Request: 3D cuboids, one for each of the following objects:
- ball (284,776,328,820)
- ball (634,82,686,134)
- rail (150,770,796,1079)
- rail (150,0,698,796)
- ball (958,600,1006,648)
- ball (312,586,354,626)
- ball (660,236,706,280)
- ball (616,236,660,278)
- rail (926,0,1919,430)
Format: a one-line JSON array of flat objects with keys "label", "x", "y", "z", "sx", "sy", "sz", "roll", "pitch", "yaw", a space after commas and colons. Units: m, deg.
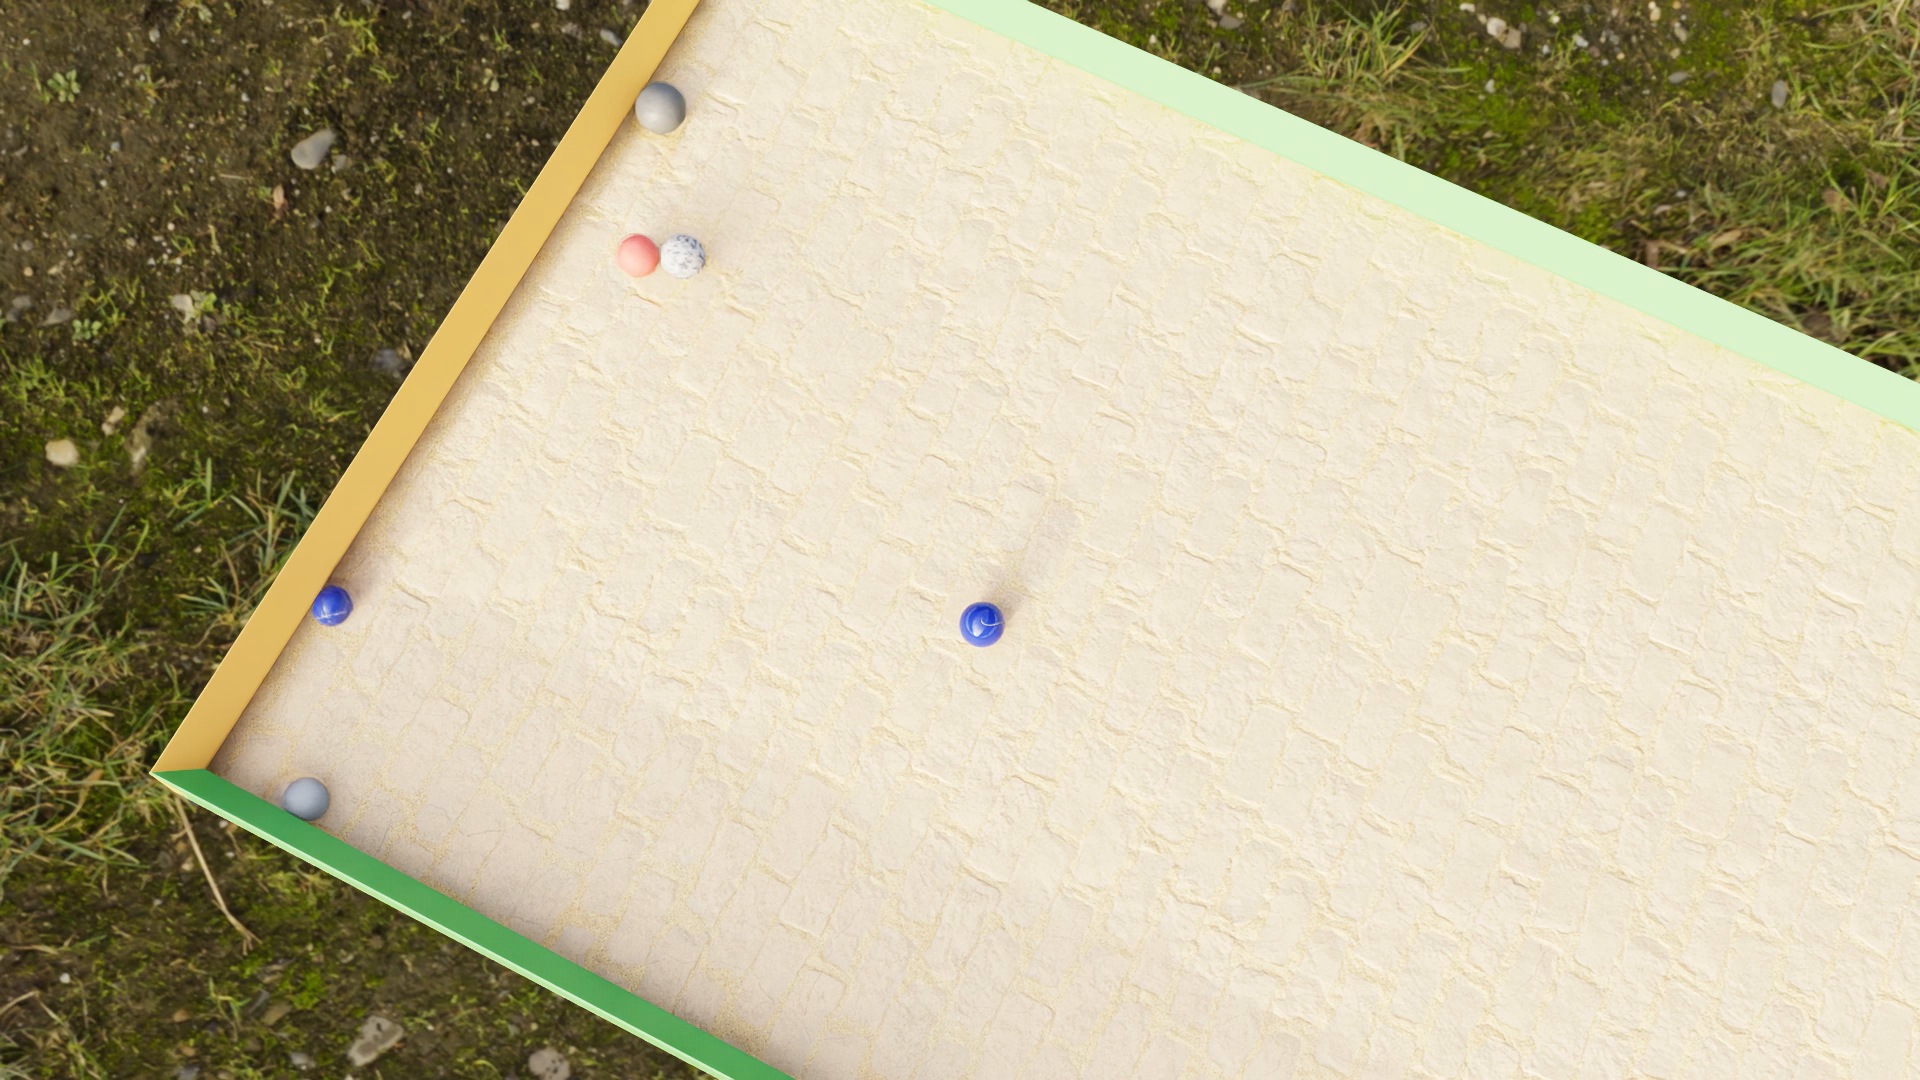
[{"label": "ball", "x": -0.983, "y": 0.389, "z": 3.307, "sx": 0.066, "sy": 0.066, "sz": 0.066, "roll": 0, "pitch": 70, "yaw": 0}, {"label": "ball", "x": -0.505, "y": -0.728, "z": 3.712, "sx": 0.086, "sy": 0.086, "sz": 0.086, "roll": 0, "pitch": 70, "yaw": 0}, {"label": "rail", "x": 0.400, "y": 1.095, "z": 3.020, "sx": 3.552, "sy": 0.112, "sz": 0.045, "roll": 25, "pitch": 72, "yaw": 9}, {"label": "rail", "x": -0.771, "y": -0.373, "z": 3.565, "sx": 0.045, "sy": 0.112, "sz": 1.784, "roll": 25, "pitch": 72, "yaw": 9}, {"label": "ball", "x": 0.034, "y": 0.131, "z": 3.400, "sx": 0.073, "sy": 0.073, "sz": 0.073, "roll": 0, "pitch": 70, "yaw": 0}, {"label": "ball", "x": -0.974, "y": 0.102, "z": 3.417, "sx": 0.061, "sy": 0.061, "sz": 0.061, "roll": 0, "pitch": 70, "yaw": 0}, {"label": "ball", "x": -0.456, "y": -0.465, "z": 3.621, "sx": 0.073, "sy": 0.073, "sz": 0.073, "roll": 0, "pitch": 70, "yaw": 0}, {"label": "ball", "x": -0.530, "y": -0.467, "z": 3.624, "sx": 0.070, "sy": 0.070, "sz": 0.070, "roll": 0, "pitch": 70, "yaw": 0}, {"label": "rail", "x": 1.184, "y": -0.357, "z": 3.559, "sx": 3.552, "sy": 0.112, "sz": 0.045, "roll": 25, "pitch": 72, "yaw": 9}]
